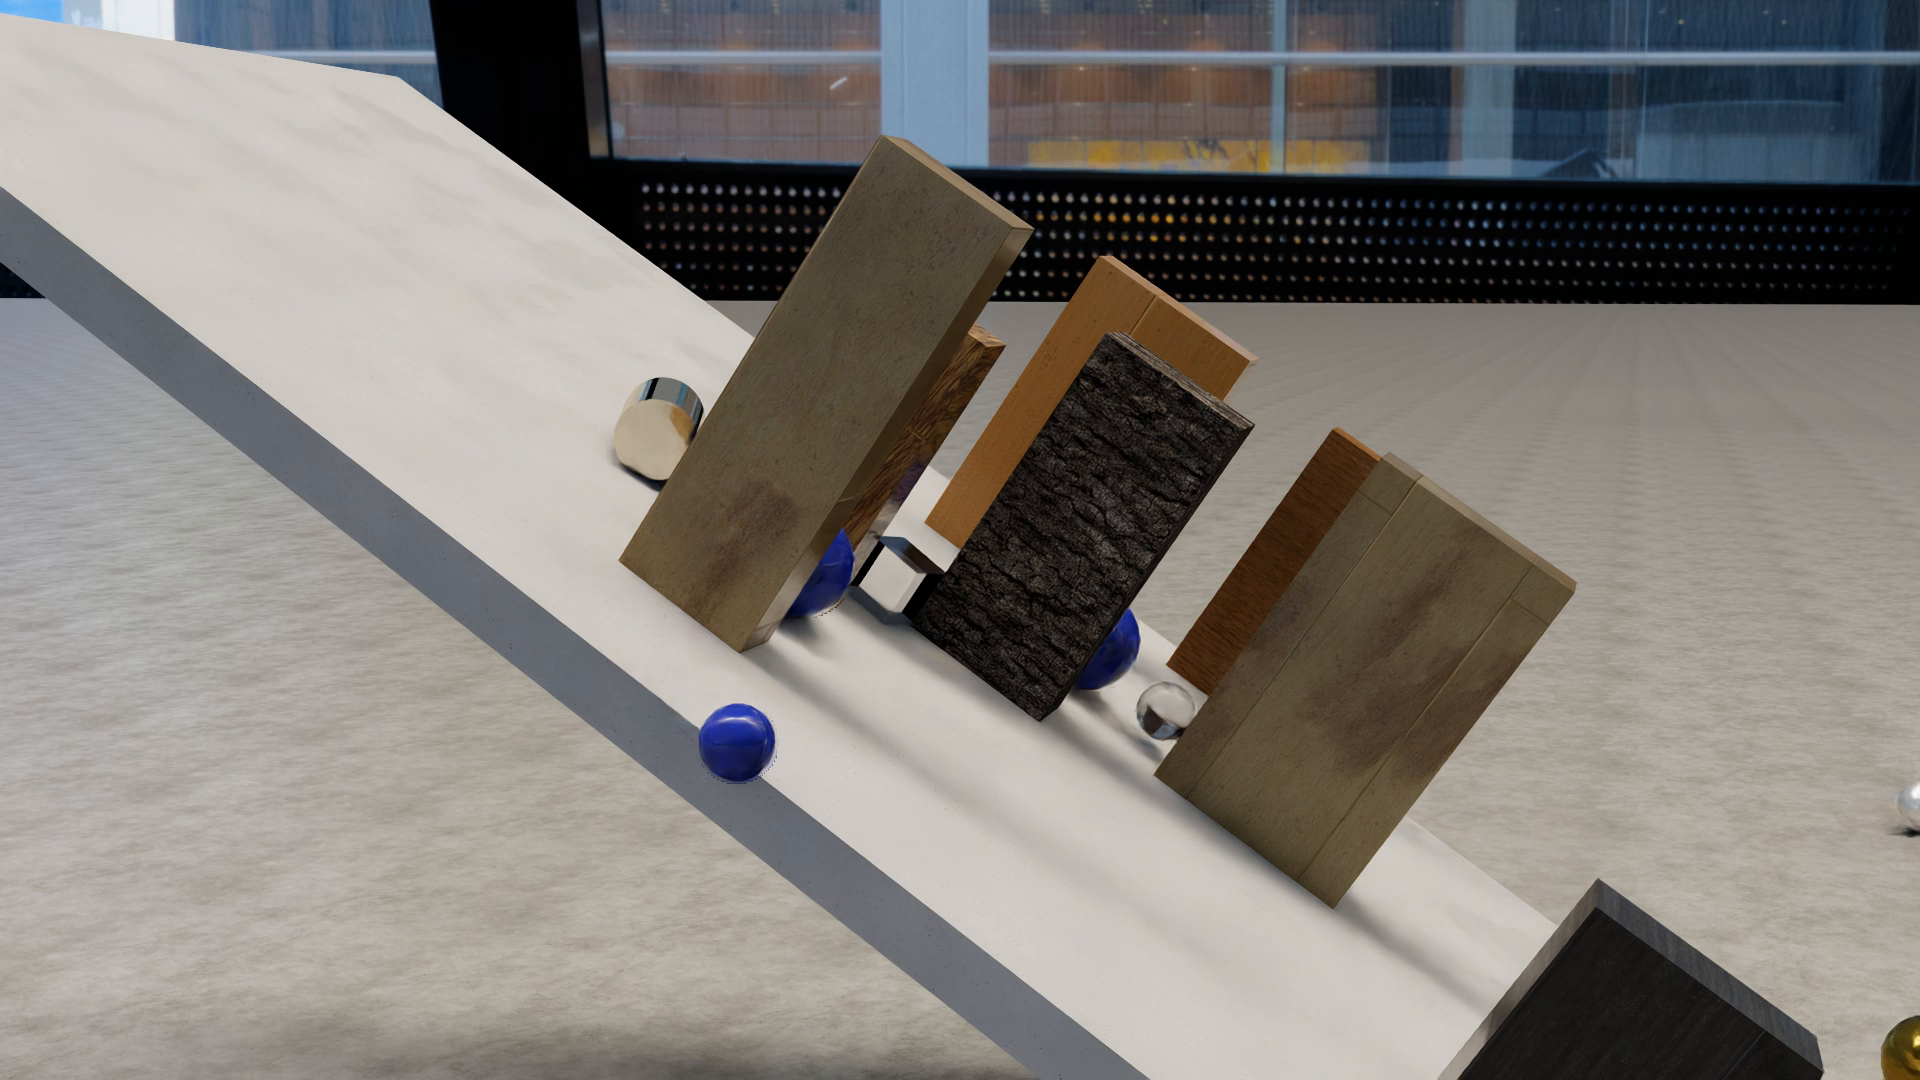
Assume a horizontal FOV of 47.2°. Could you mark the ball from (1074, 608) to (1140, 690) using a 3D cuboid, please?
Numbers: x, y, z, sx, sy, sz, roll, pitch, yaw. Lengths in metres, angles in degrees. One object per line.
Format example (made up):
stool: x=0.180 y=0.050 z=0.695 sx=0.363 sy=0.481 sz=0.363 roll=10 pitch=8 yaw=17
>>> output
ball: x=0.252 y=0.192 z=4.261 sx=0.195 sy=0.195 sz=0.195 roll=0 pitch=7 yaw=0

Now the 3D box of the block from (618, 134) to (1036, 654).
block: x=-0.215 y=-0.221 z=3.428 sx=0.249 sy=0.797 sz=0.121 roll=36 pitch=15 yaw=10

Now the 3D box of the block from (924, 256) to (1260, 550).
block: x=0.271 y=-0.205 z=4.602 sx=0.377 sy=0.676 sz=0.119 roll=36 pitch=15 yaw=10

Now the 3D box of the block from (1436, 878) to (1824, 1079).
block: x=0.845 y=0.789 z=2.983 sx=0.347 sy=0.540 sz=0.145 roll=36 pitch=15 yaw=10

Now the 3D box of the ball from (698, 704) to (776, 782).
ball: x=-0.310 y=0.281 z=3.056 sx=0.108 sy=0.108 sz=0.108 roll=0 pitch=7 yaw=0

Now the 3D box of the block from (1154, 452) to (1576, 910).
block: x=0.737 y=0.257 z=4.036 sx=0.409 sy=0.728 sz=0.141 roll=36 pitch=15 yaw=10

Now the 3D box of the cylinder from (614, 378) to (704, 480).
cylinder: x=-0.538 y=-0.201 z=3.943 sx=0.149 sy=0.149 sz=0.149 roll=0 pitch=19 yaw=-2

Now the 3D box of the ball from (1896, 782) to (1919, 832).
ball: x=3.202 y=0.887 z=7.300 sx=0.173 sy=0.173 sz=0.173 roll=0 pitch=7 yaw=0

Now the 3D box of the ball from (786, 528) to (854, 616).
ball: x=-0.270 y=0.037 z=3.694 sx=0.184 sy=0.184 sz=0.184 roll=0 pitch=7 yaw=0

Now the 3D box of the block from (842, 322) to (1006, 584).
block: x=-0.216 y=-0.218 z=3.903 sx=0.342 sy=0.542 sz=0.122 roll=36 pitch=15 yaw=10

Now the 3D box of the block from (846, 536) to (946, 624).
block: x=-0.121 y=0.073 z=4.020 sx=0.114 sy=0.114 sz=0.114 roll=40 pitch=17 yaw=23

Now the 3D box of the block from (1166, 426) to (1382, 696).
block: x=0.739 y=0.096 z=4.723 sx=0.280 sy=0.629 sz=0.084 roll=36 pitch=15 yaw=10

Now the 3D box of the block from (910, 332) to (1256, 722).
block: x=0.220 y=-0.025 z=3.995 sx=0.296 sy=0.649 sz=0.139 roll=36 pitch=15 yaw=10

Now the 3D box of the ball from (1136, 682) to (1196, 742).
ball: x=0.392 y=0.328 z=4.202 sx=0.113 sy=0.113 sz=0.113 roll=0 pitch=7 yaw=0

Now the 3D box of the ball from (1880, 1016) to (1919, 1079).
ball: x=2.153 y=1.159 z=4.877 sx=0.209 sy=0.209 sz=0.209 roll=0 pitch=7 yaw=0

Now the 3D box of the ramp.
ramp: x=-0.110 y=0.190 z=4.091 sx=4.000 sy=0.100 sz=2.000 roll=36 pitch=15 yaw=10
